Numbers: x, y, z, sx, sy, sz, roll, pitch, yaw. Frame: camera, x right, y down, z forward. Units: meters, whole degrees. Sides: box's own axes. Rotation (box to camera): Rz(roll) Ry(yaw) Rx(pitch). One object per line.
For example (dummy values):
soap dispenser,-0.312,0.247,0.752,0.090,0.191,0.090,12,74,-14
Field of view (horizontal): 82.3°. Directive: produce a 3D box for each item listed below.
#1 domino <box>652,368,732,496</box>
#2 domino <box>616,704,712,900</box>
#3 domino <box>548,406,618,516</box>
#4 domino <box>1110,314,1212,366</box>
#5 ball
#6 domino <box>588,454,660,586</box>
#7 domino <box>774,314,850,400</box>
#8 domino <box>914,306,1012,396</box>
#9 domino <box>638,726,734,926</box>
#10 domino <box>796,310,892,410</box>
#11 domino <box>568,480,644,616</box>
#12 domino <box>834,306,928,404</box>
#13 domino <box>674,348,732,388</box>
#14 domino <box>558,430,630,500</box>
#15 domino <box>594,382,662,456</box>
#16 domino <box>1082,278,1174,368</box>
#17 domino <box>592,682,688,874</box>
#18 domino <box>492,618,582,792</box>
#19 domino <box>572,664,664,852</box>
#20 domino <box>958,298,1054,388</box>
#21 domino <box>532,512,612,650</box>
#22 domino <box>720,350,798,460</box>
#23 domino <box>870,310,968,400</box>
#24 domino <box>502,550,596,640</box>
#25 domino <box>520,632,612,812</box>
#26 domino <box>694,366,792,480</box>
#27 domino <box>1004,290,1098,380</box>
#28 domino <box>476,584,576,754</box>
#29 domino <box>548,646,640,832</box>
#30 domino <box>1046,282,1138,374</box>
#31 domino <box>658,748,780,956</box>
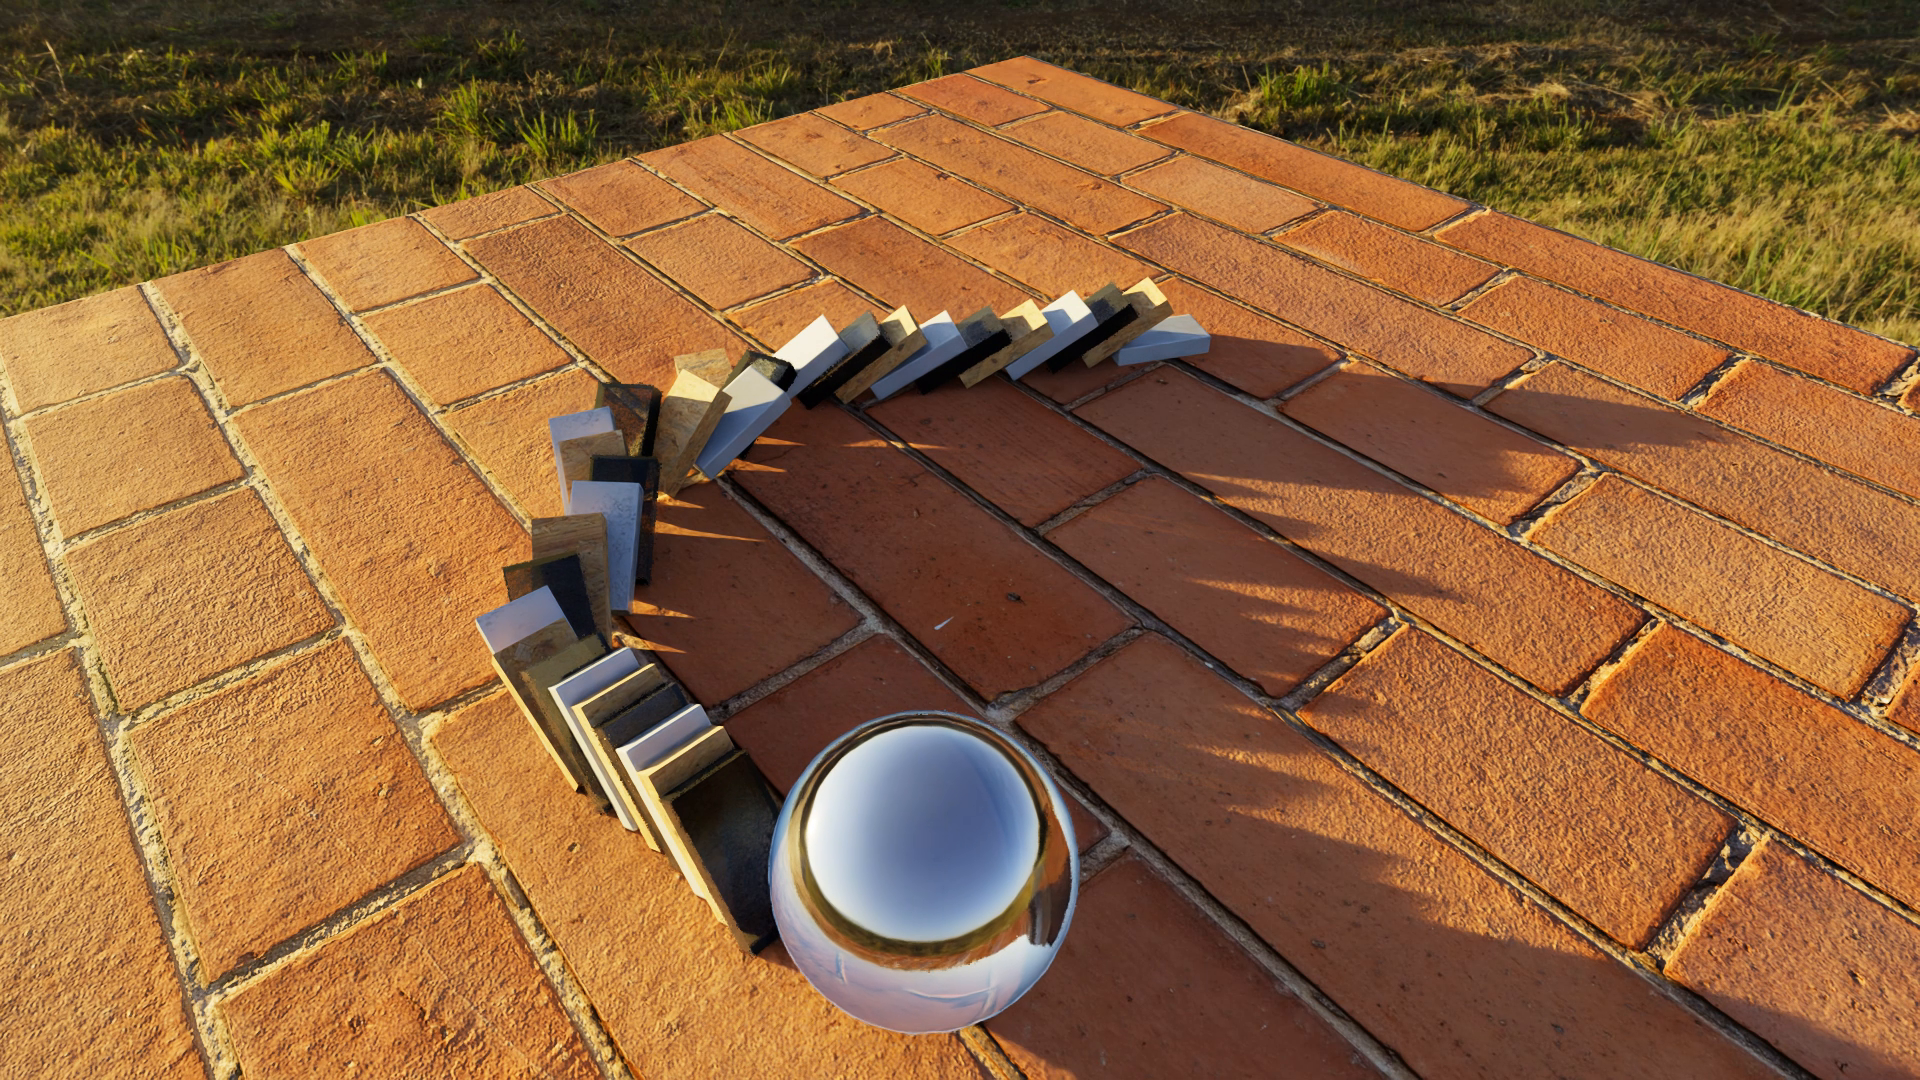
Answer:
domino,-0.122,-0.046,0.476,0.025,0.010,0.050,29,88,31
domino,-0.077,0.076,0.322,0.025,0.050,0.010,-32,13,-33
domino,-0.153,-0.028,0.456,0.025,0.009,0.050,-13,75,-7
domino,0.101,-0.104,0.570,0.050,0.010,0.025,-10,40,-12
ball,-0.009,0.084,0.285,0.080,0.080,0.080,0,39,0
domino,-0.133,-0.008,0.431,0.025,0.010,0.050,2,73,-5
domino,-0.078,-0.083,0.525,0.050,0.010,0.025,-38,44,5
domino,-0.002,-0.094,0.541,0.050,0.009,0.025,-30,42,5
domino,-0.069,0.081,0.315,0.025,0.050,0.010,-32,13,-33
domino,-0.058,-0.087,0.528,0.050,0.010,0.025,-36,41,10
domino,-0.136,0.003,0.417,0.025,0.009,0.050,2,73,-5
domino,-0.041,-0.090,0.532,0.050,0.009,0.025,-36,41,10
domino,-0.122,-0.076,0.536,0.025,0.009,0.050,-13,41,-15
domino,-0.144,-0.018,0.443,0.025,0.010,0.050,-13,75,-9
domino,-0.145,-0.042,0.470,0.025,0.009,0.050,3,78,10
domino,0.081,-0.110,0.558,0.050,0.009,0.025,-33,41,9
domino,-0.085,0.071,0.328,0.025,0.050,0.009,-33,14,-33
domino,-0.127,0.053,0.358,0.025,0.009,0.050,-32,83,-32
domino,-0.094,0.066,0.334,0.025,0.050,0.009,-32,13,-33
domino,0.019,-0.098,0.546,0.050,0.010,0.025,-30,42,5
domino,-0.142,0.016,0.403,0.025,0.009,0.050,-6,74,-7
domino,-0.099,-0.063,0.504,0.025,0.010,0.050,19,67,22
domino,-0.023,-0.090,0.537,0.050,0.009,0.025,-30,42,5
domino,-0.142,0.031,0.386,0.025,0.009,0.050,-14,73,-17
domino,-0.114,0.057,0.346,0.025,0.050,0.009,-31,11,-32
domino,-0.102,-0.052,0.488,0.025,0.010,0.050,37,75,27
domino,0.042,-0.102,0.550,0.050,0.009,0.025,-33,41,6
domino,-0.138,0.043,0.369,0.025,0.009,0.050,-29,82,-28
domino,-0.103,0.061,0.340,0.025,0.050,0.009,-31,12,-32
domino,0.062,-0.107,0.555,0.050,0.010,0.025,-33,41,9
domino,-0.061,0.087,0.308,0.025,0.050,0.009,-32,13,-33
